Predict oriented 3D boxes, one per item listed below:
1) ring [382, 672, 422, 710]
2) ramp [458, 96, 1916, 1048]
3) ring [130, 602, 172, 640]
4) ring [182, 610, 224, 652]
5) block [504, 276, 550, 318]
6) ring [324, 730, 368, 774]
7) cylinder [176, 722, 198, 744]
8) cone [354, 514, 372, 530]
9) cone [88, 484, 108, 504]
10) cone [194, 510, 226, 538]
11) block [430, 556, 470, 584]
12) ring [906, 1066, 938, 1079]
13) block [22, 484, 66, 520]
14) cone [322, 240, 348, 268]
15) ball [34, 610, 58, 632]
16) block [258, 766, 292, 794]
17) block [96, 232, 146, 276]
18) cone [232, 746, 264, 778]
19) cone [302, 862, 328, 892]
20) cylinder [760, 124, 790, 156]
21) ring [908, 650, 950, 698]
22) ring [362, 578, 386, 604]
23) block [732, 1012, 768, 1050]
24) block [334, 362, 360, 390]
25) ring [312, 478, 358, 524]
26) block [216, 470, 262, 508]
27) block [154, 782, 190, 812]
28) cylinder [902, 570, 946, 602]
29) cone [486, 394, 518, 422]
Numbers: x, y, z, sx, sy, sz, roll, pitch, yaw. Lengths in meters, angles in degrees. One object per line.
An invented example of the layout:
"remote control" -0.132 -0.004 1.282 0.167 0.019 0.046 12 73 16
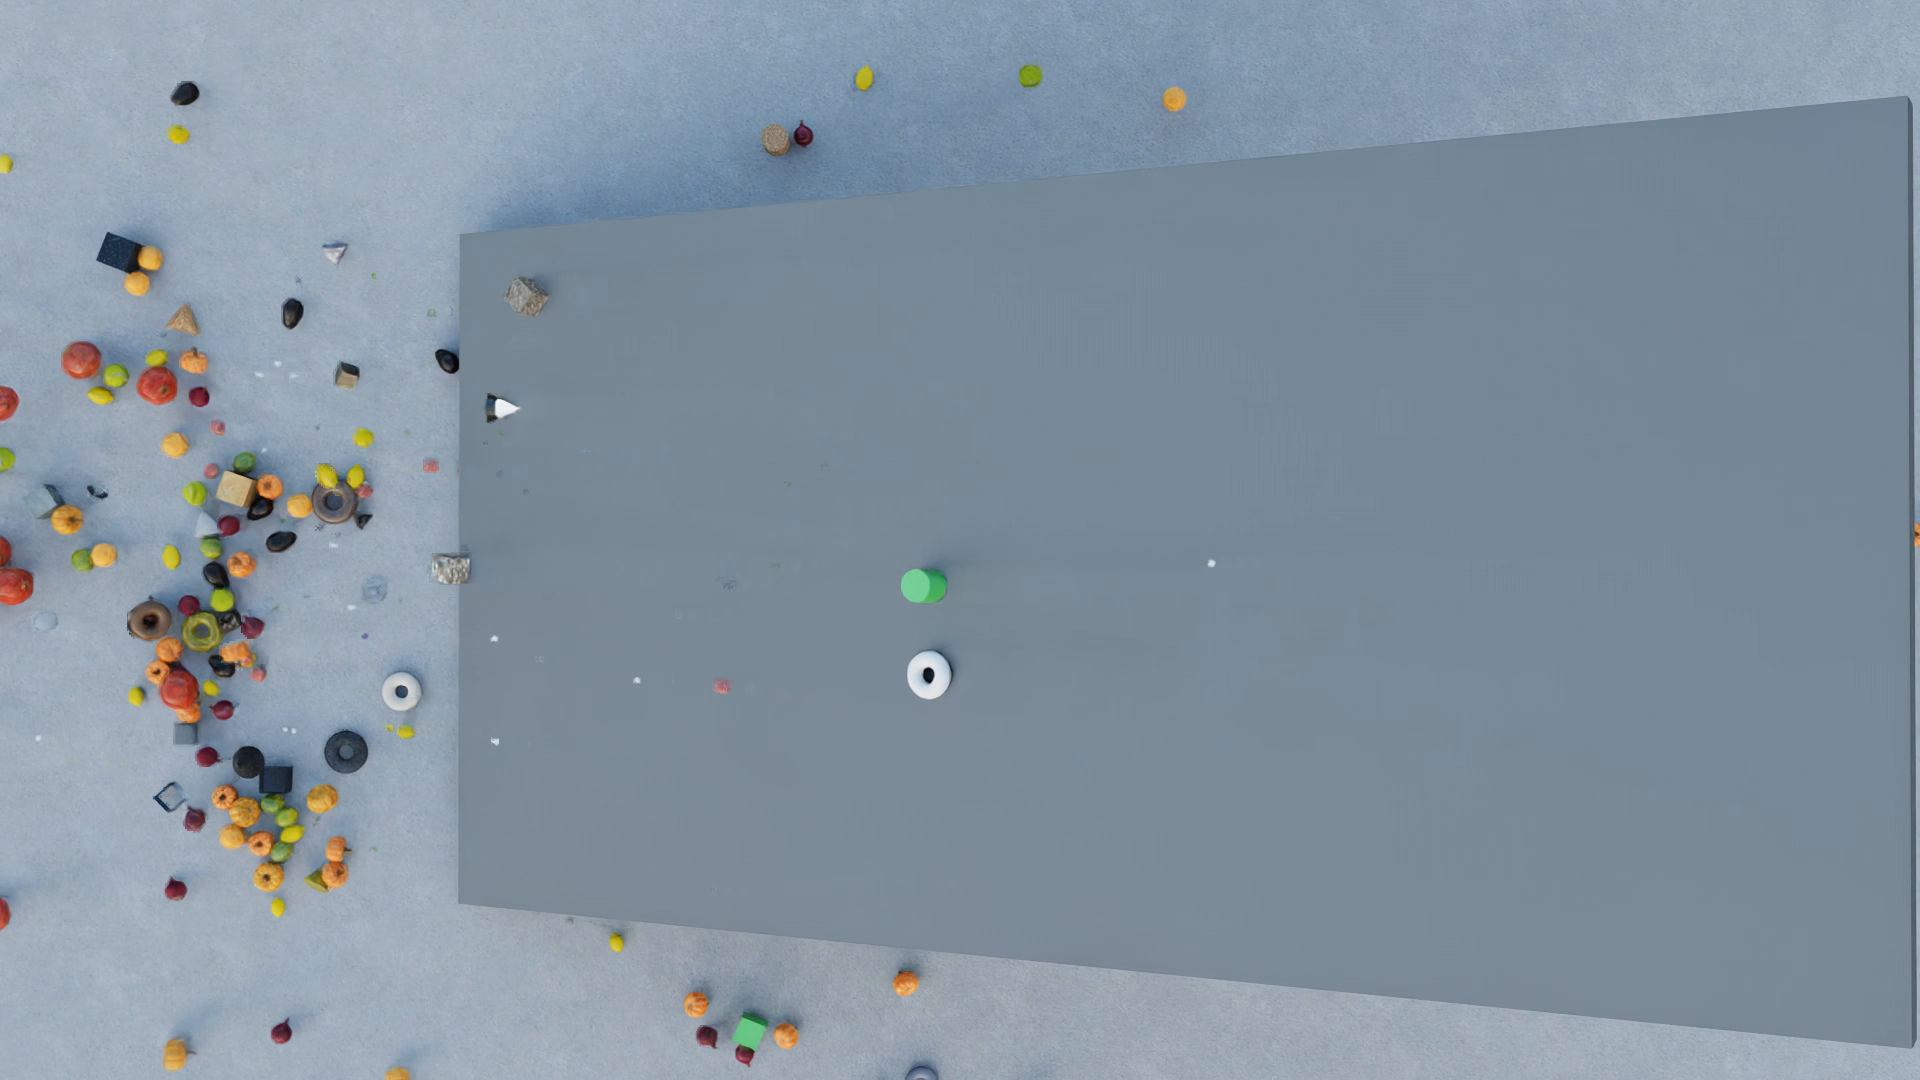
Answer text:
"ring" -1.684 0.457 6.634 0.118 0.039 0.118 0 91 -1
"ramp" 0.272 0.076 5.635 4.000 0.100 2.000 0 89 29
"ring" -2.424 0.241 6.582 0.122 0.041 0.122 -11 110 -31
"ring" -2.285 0.275 6.634 0.128 0.043 0.128 0 90 1
"block" -1.262 -0.707 6.401 0.079 0.079 0.079 44 109 22
"ring" -1.851 0.639 6.630 0.131 0.044 0.131 0 91 0
"cylinder" -2.329 0.583 6.621 0.061 0.061 0.061 0 89 0
"cone" -1.797 -0.065 6.646 0.053 0.053 0.053 -27 89 -27
"cone" -2.619 -0.126 6.645 0.060 0.060 0.060 40 116 0
"cone" -2.256 -0.035 6.639 0.085 0.085 0.085 18 89 -26
"block" -1.514 0.088 6.536 0.076 0.076 0.076 9 94 29
"ring" -0.116 1.637 6.624 0.103 0.034 0.103 0 88 0
"block" -2.756 -0.115 6.621 0.076 0.076 0.076 -34 90 0
"cone" -1.887 -0.857 6.649 0.076 0.076 0.076 0 116 0
"ball" -2.753 0.245 6.622 0.066 0.066 0.066 0 89 0
"block" -2.057 0.720 6.612 0.076 0.076 0.076 1 89 0
"block" -2.523 -0.862 6.619 0.093 0.093 0.093 21 89 0
"cone" -2.152 0.672 6.601 0.098 0.098 0.098 0 89 0
"cone" -1.927 1.007 6.629 0.080 0.080 0.080 23 63 0
"cylinder" -0.556 -1.205 6.628 0.082 0.082 0.082 0 89 0
"ring" -0.081 0.352 5.749 0.126 0.042 0.126 -1 88 30
"ring" -1.770 0.154 6.643 0.078 0.026 0.078 0 88 1
"block" -0.631 1.474 6.604 0.077 0.077 0.077 23 89 0
"block" -1.845 -0.493 6.617 0.054 0.054 0.054 19 118 -31
"ring" -1.888 -0.118 6.636 0.141 0.047 0.141 0 91 0
"block" -2.170 -0.153 6.615 0.087 0.087 0.087 20 89 0
"block" -2.371 0.774 6.618 0.063 0.063 0.063 -41 90 0
"cylinder" -0.094 0.119 5.734 0.086 0.086 0.086 0 89 29
"cone" -1.339 -0.387 6.463 0.088 0.088 0.088 1 89 3
